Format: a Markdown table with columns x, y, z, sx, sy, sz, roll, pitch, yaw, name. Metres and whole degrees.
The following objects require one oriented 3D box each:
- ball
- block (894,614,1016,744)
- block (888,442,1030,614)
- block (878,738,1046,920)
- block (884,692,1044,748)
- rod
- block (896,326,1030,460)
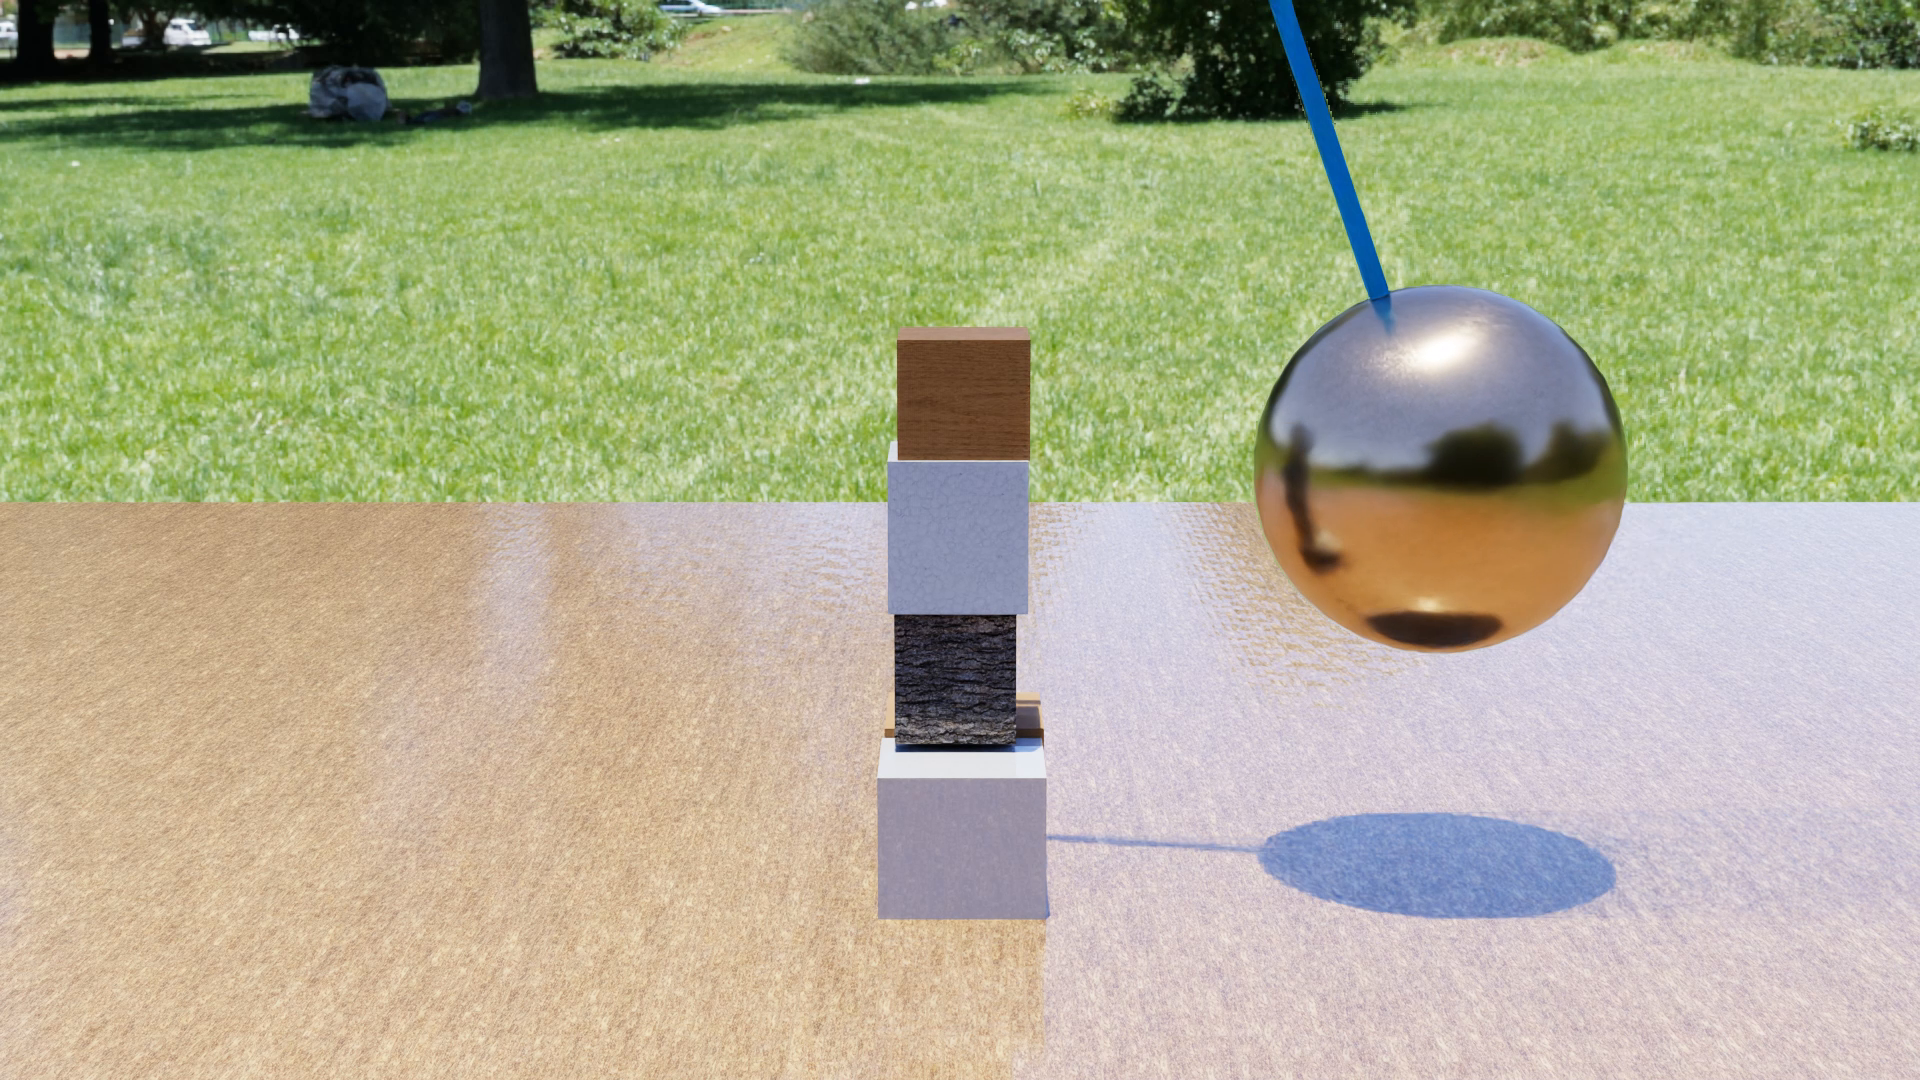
| x | y | z | sx | sy | sz | roll | pitch | yaw | name |
| --- | --- | --- | --- | --- | --- | --- | --- | --- | --- |
| 2.074 | -0.306 | 11.125 | 1.600 | 1.600 | 1.600 | 0 | 10 | 0 | ball |
| -0.020 | 0.547 | 11.280 | 0.523 | 0.577 | 0.536 | 0 | 10 | 0 | block |
| -0.008 | -0.061 | 11.169 | 0.597 | 0.659 | 0.603 | 0 | 10 | 0 | block |
| 0.008 | 1.235 | 11.056 | 0.706 | 0.615 | 0.652 | 0 | 10 | 0 | block |
| 0.019 | 1.094 | 11.716 | 0.704 | 0.655 | 0.677 | 0 | 10 | 0 | block |
| 0.899 | -3.445 | 10.554 | 0.080 | 5.200 | 0.080 | -20 | 10 | 4 | rod |
| 0.016 | -0.637 | 11.065 | 0.561 | 0.511 | 0.566 | 0 | 10 | 0 | block |
